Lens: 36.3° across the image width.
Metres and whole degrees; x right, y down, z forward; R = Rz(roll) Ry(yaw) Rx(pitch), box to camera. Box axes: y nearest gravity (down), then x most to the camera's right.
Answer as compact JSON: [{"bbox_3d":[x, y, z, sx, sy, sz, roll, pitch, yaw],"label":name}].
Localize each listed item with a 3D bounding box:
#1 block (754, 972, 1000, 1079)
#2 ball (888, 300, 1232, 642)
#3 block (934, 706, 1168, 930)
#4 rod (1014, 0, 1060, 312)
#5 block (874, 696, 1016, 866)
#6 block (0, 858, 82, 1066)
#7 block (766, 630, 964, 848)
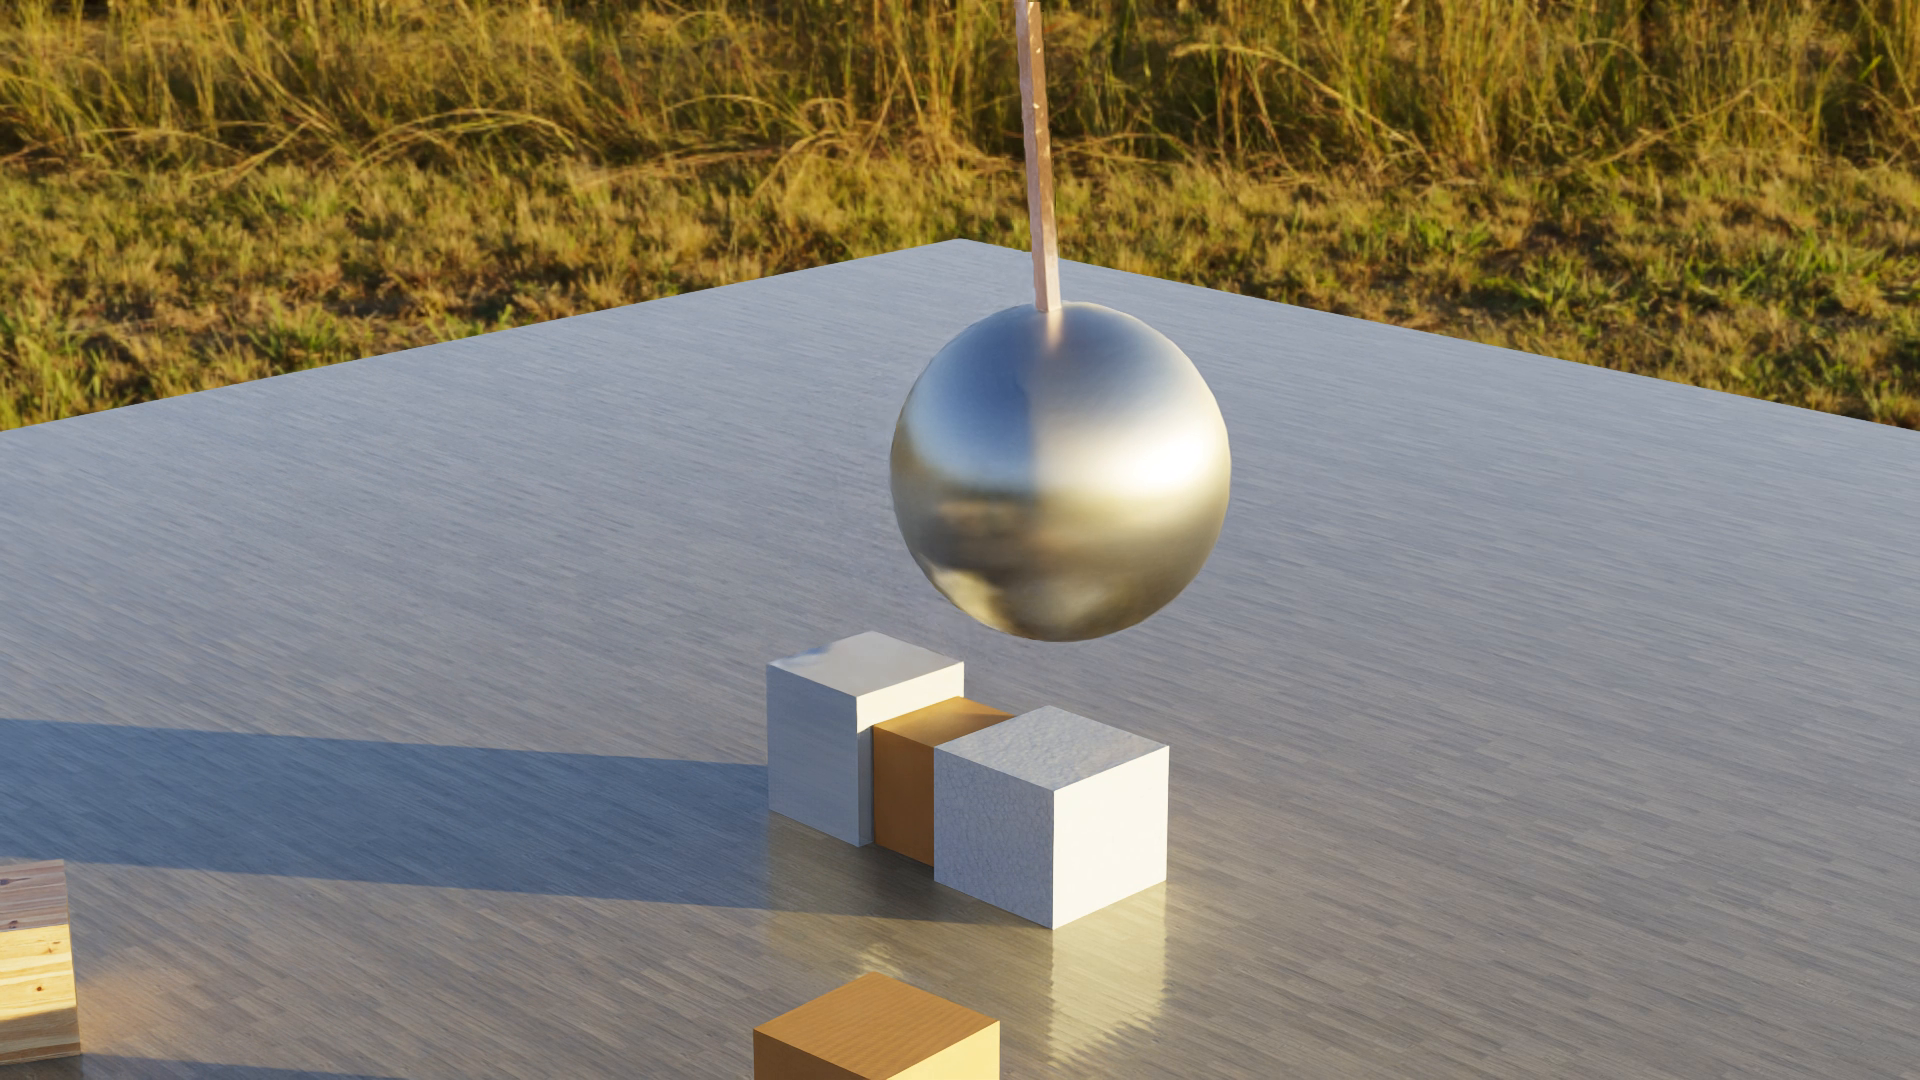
[{"bbox_3d":[-0.304,2.059,10.766,0.627,0.616,0.642,15,23,39],"label":"block"},{"bbox_3d":[0.468,-0.321,13.731,1.600,1.600,1.600,0,17,0],"label":"ball"},{"bbox_3d":[0.411,1.242,13.300,0.743,0.655,0.754,17,24,42],"label":"block"},{"bbox_3d":[0.203,-3.466,12.465,0.080,5.200,0.080,17,30,42],"label":"rod"},{"bbox_3d":[-0.030,1.138,13.740,0.557,0.591,0.499,-17,24,-42],"label":"block"},{"bbox_3d":[-3.961,1.728,11.892,0.693,0.572,0.675,-5,18,-17],"label":"block"},{"bbox_3d":[-0.454,0.943,14.094,0.684,0.750,0.647,-16,24,-42],"label":"block"}]
